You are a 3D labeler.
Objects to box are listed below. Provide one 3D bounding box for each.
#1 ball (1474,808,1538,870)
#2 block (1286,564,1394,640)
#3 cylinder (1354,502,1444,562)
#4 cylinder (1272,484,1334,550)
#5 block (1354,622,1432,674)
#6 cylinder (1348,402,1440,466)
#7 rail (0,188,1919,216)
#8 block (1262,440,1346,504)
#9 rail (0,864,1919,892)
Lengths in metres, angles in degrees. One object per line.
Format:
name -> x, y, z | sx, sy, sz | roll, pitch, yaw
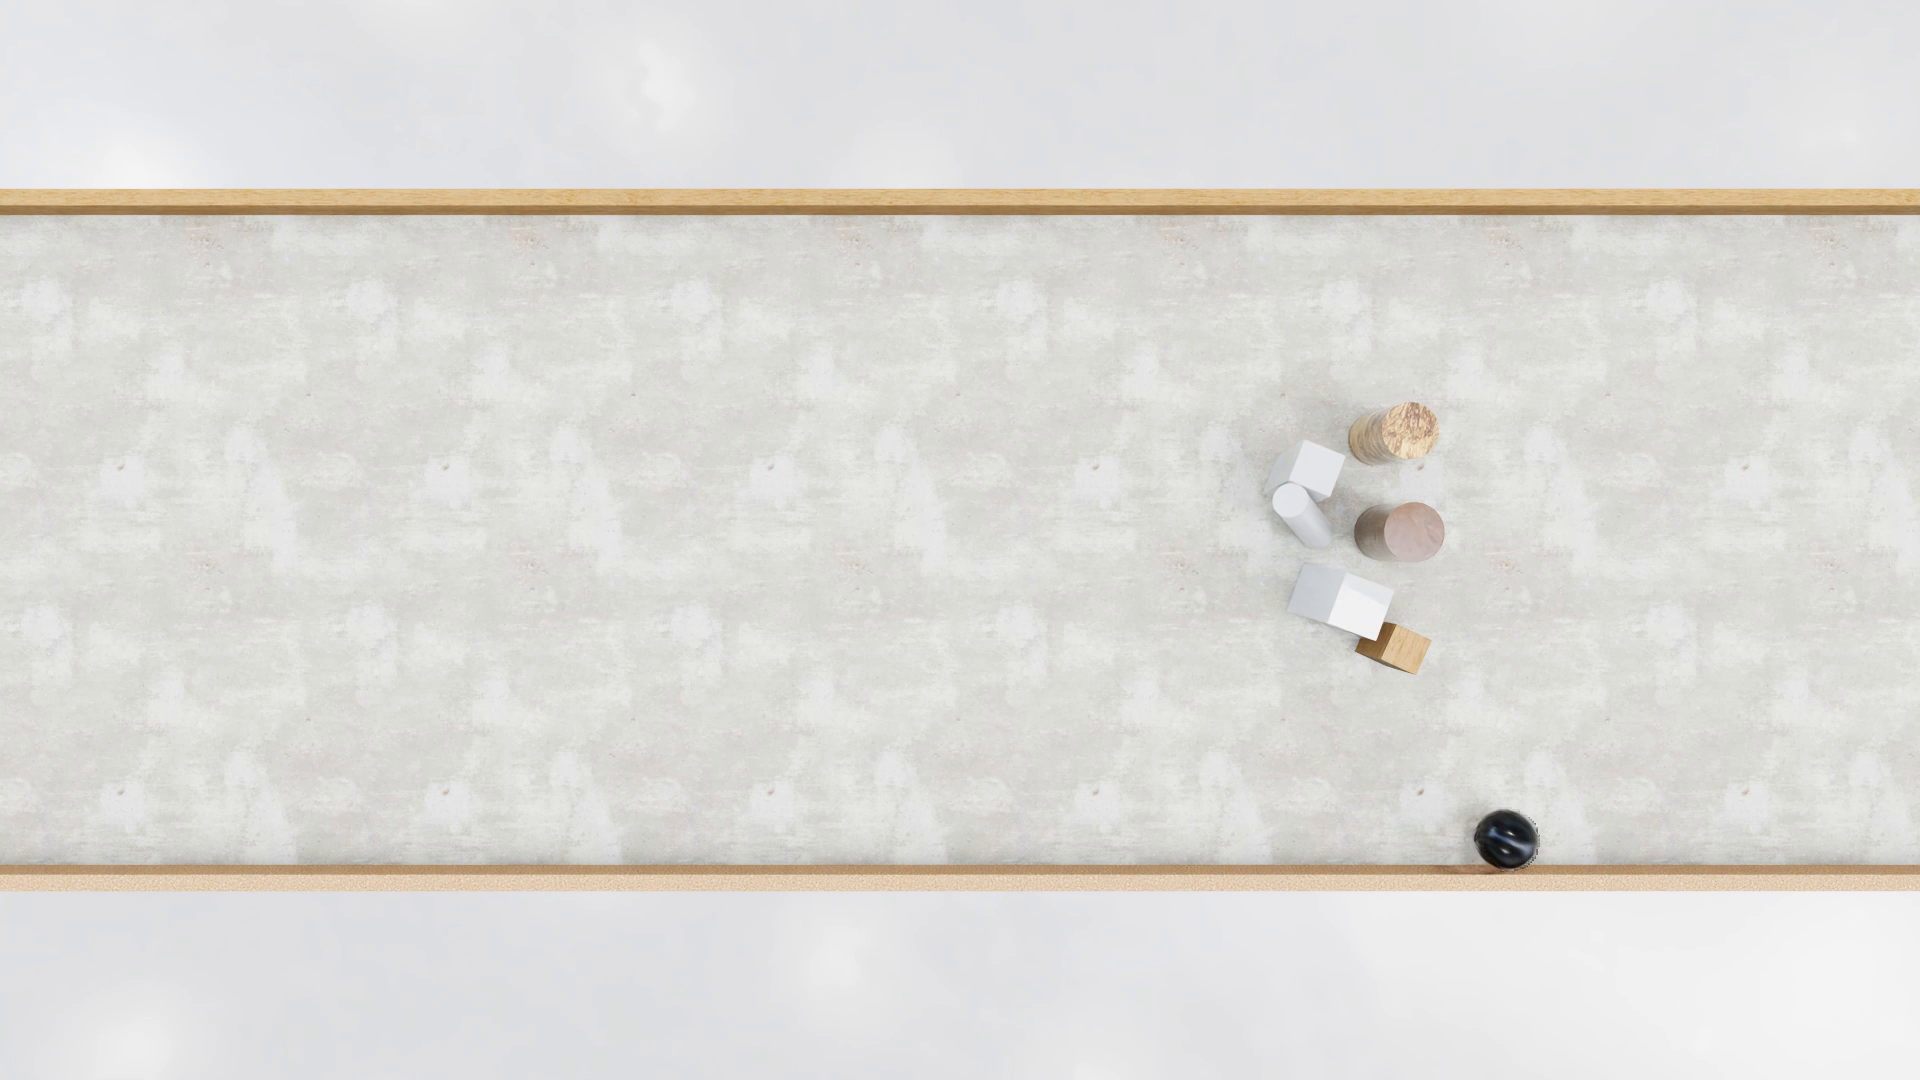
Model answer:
ball -> 1.650, 0.905, 4.986 | 0.181, 0.181, 0.181 | 0, 90, 0
block -> 1.123, 0.181, 4.891 | 0.155, 0.351, 0.155 | 20, 90, -8
cylinder -> 1.300, -0.022, 4.896 | 0.174, 0.360, 0.174 | 0, 90, 0
cylinder -> 1.020, -0.067, 4.888 | 0.102, 0.373, 0.102 | -7, 73, 22
block -> 1.287, 0.316, 4.916 | 0.111, 0.321, 0.111 | 25, 90, 0
cylinder -> 1.275, -0.309, 4.871 | 0.162, 0.412, 0.162 | 0, 90, 0
rail -> -2.247, -1.025, 5.002 | 12.000, 0.150, 0.050 | 0, 90, 0
block -> 1.017, -0.191, 4.898 | 0.127, 0.347, 0.127 | 22, 85, 0
rail -> -2.247, 1.025, 5.001 | 12.000, 0.150, 0.050 | 0, 90, 0
